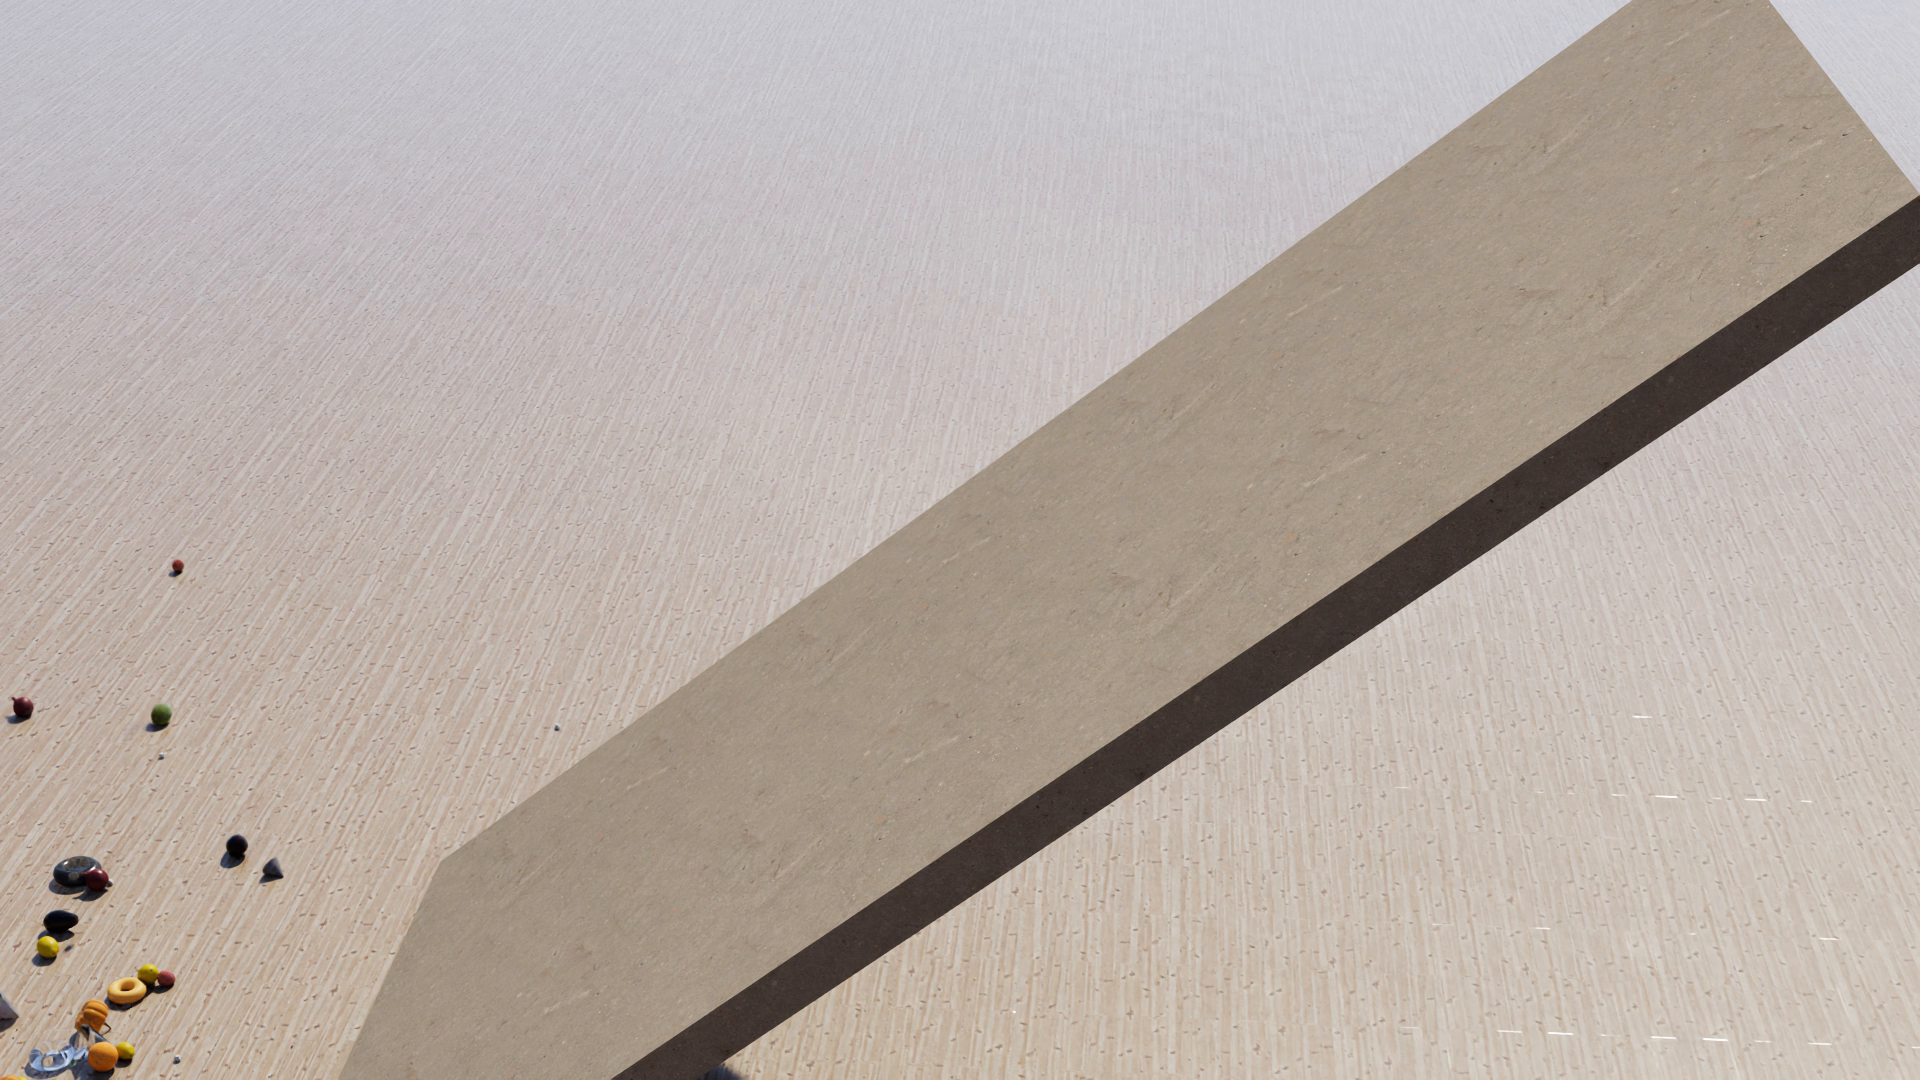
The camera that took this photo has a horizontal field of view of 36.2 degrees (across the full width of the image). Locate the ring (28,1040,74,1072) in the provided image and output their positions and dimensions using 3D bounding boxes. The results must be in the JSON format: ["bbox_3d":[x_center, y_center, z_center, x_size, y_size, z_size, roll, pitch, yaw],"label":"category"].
[{"bbox_3d":[-2.195,1.245,7.106,0.108,0.036,0.108,-1,24,1],"label":"ring"}]

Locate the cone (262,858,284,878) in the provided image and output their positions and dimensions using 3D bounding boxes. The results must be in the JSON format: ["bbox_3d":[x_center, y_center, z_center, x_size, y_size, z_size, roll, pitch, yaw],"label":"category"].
[{"bbox_3d":[-1.841,0.894,7.927,0.055,0.055,0.055,39,37,15],"label":"cone"}]

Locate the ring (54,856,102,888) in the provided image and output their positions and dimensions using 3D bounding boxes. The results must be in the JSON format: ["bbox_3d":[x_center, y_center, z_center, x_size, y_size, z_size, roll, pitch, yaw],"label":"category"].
[{"bbox_3d":[-2.374,0.892,7.911,0.127,0.042,0.127,1,24,0],"label":"ring"}]

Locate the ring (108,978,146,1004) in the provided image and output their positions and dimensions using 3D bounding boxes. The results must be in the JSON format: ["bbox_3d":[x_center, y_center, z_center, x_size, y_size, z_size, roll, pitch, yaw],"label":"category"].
[{"bbox_3d":[-2.089,1.130,7.375,0.096,0.032,0.096,0,25,0],"label":"ring"}]

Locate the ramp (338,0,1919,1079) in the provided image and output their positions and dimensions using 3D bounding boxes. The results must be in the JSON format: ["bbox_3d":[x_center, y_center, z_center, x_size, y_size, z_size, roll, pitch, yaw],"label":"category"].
[{"bbox_3d":[0.122,0.184,6.337,4.000,0.100,2.000,-36,16,18],"label":"ramp"}]

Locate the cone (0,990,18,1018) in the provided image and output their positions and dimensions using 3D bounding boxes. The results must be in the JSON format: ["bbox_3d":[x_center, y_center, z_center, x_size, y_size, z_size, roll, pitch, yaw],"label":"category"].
[{"bbox_3d":[-2.391,1.169,7.277,0.085,0.085,0.085,-38,35,-14],"label":"cone"}]

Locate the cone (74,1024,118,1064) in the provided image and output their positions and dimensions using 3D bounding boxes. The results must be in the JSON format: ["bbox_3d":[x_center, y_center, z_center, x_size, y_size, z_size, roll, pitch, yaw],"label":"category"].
[{"bbox_3d":[-2.085,1.228,7.135,0.097,0.097,0.097,18,12,-32],"label":"cone"}]
